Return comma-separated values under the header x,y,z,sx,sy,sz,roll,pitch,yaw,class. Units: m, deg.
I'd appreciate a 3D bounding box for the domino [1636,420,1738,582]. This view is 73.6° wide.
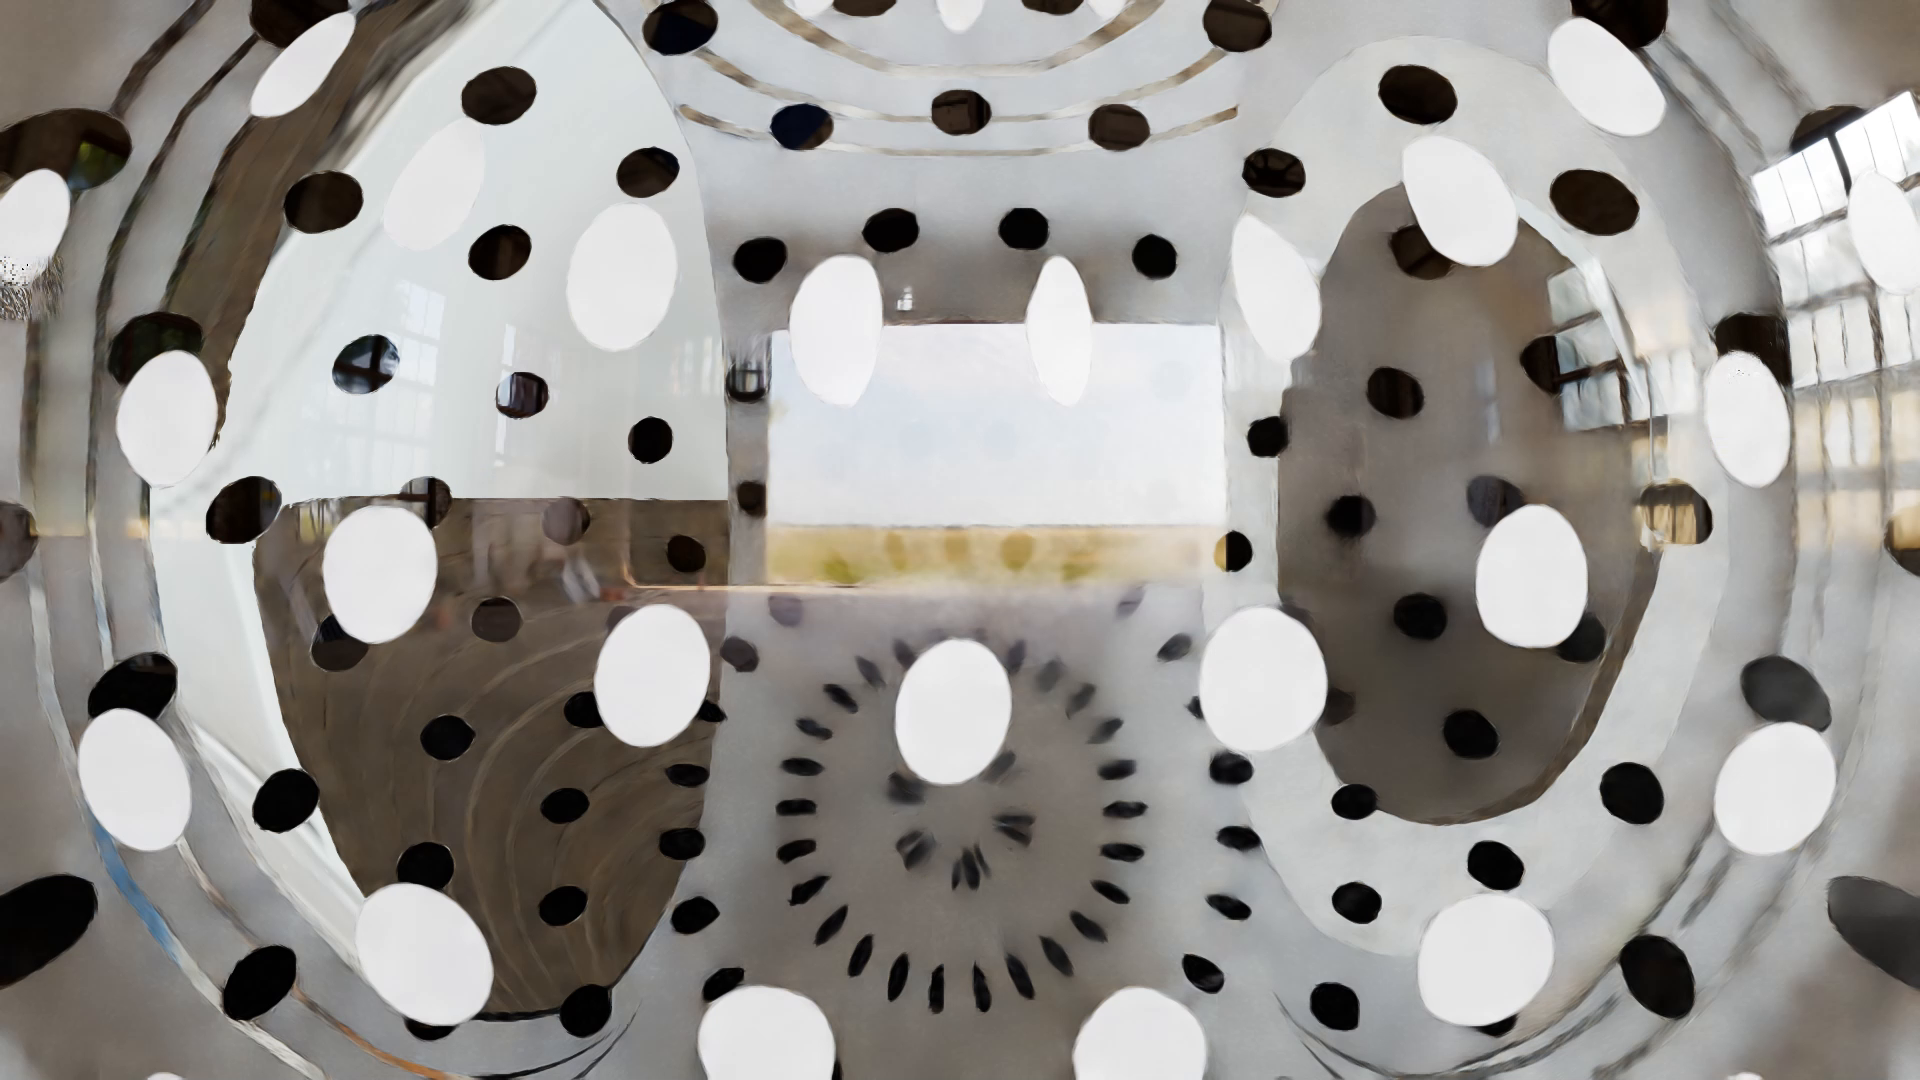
x,y,z,sx,sy,sz,roll,pitch,yaw,class
0.230,-0.013,0.408,0.009,0.050,0.025,-3,5,-30,domino

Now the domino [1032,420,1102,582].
x,y,z,sx,sy,sz,roll,pitch,yaw,class
0.032,-0.013,0.406,0.025,0.050,0.009,4,6,40,domino

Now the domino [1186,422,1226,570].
x,y,z,sx,sy,sz,roll,pitch,yaw,class
0.086,-0.016,0.445,0.009,0.050,0.025,1,5,19,domino

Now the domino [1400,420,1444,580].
x,y,z,sx,sy,sz,roll,pitch,yaw,class
0.148,-0.013,0.410,0.009,0.050,0.025,2,5,25,domino

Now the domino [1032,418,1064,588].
x,y,z,sx,sy,sz,roll,pitch,yaw,class
0.018,-0.011,0.387,0.025,0.050,0.009,3,5,34,domino

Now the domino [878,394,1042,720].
x,y,z,sx,sy,sz,roll,pitch,yaw,class
0.000,0.002,0.201,0.025,0.050,0.009,0,4,0,domino

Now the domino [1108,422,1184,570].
x,y,z,sx,sy,sz,roll,pitch,yaw,class
0.064,-0.016,0.442,0.009,0.050,0.025,-4,6,-43,domino

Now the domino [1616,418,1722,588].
x,y,z,sx,sy,sz,roll,pitch,yaw,class
0.215,-0.012,0.390,0.009,0.050,0.025,-3,5,-33,domino

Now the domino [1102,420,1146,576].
x,y,z,sx,sy,sz,roll,pitch,yaw,class
0.048,-0.014,0.423,0.009,0.050,0.025,-4,6,-44,domino

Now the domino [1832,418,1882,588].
x,y,z,sx,sy,sz,roll,pitch,yaw,class
0.272,-0.012,0.389,0.010,0.050,0.025,3,5,37,domino

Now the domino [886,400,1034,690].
x,y,z,sx,sy,sz,roll,pitch,yaw,class
0.000,0.001,0.225,0.025,0.050,0.009,0,4,0,domino

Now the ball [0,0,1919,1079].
x,y,z,sx,sy,sz,roll,pitch,yaw,class
0.000,-0.002,0.056,0.080,0.080,0.080,0,4,0,ball

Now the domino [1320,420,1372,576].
x,y,z,sx,sy,sz,roll,pitch,yaw,class
0.127,-0.014,0.422,0.009,0.050,0.025,3,5,32,domino

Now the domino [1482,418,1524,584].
x,y,z,sx,sy,sz,roll,pitch,yaw,class
0.170,-0.012,0.400,0.009,0.050,0.025,2,5,24,domino

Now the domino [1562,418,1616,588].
x,y,z,sx,sy,sz,roll,pitch,yaw,class
0.192,-0.012,0.391,0.009,0.050,0.025,1,5,18,domino

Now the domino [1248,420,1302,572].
x,y,z,sx,sy,sz,roll,pitch,yaw,class
0.107,-0.015,0.435,0.009,0.050,0.025,3,5,31,domino

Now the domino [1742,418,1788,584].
x,y,z,sx,sy,sz,roll,pitch,yaw,class
0.253,-0.013,0.403,0.010,0.050,0.025,3,5,32,domino
